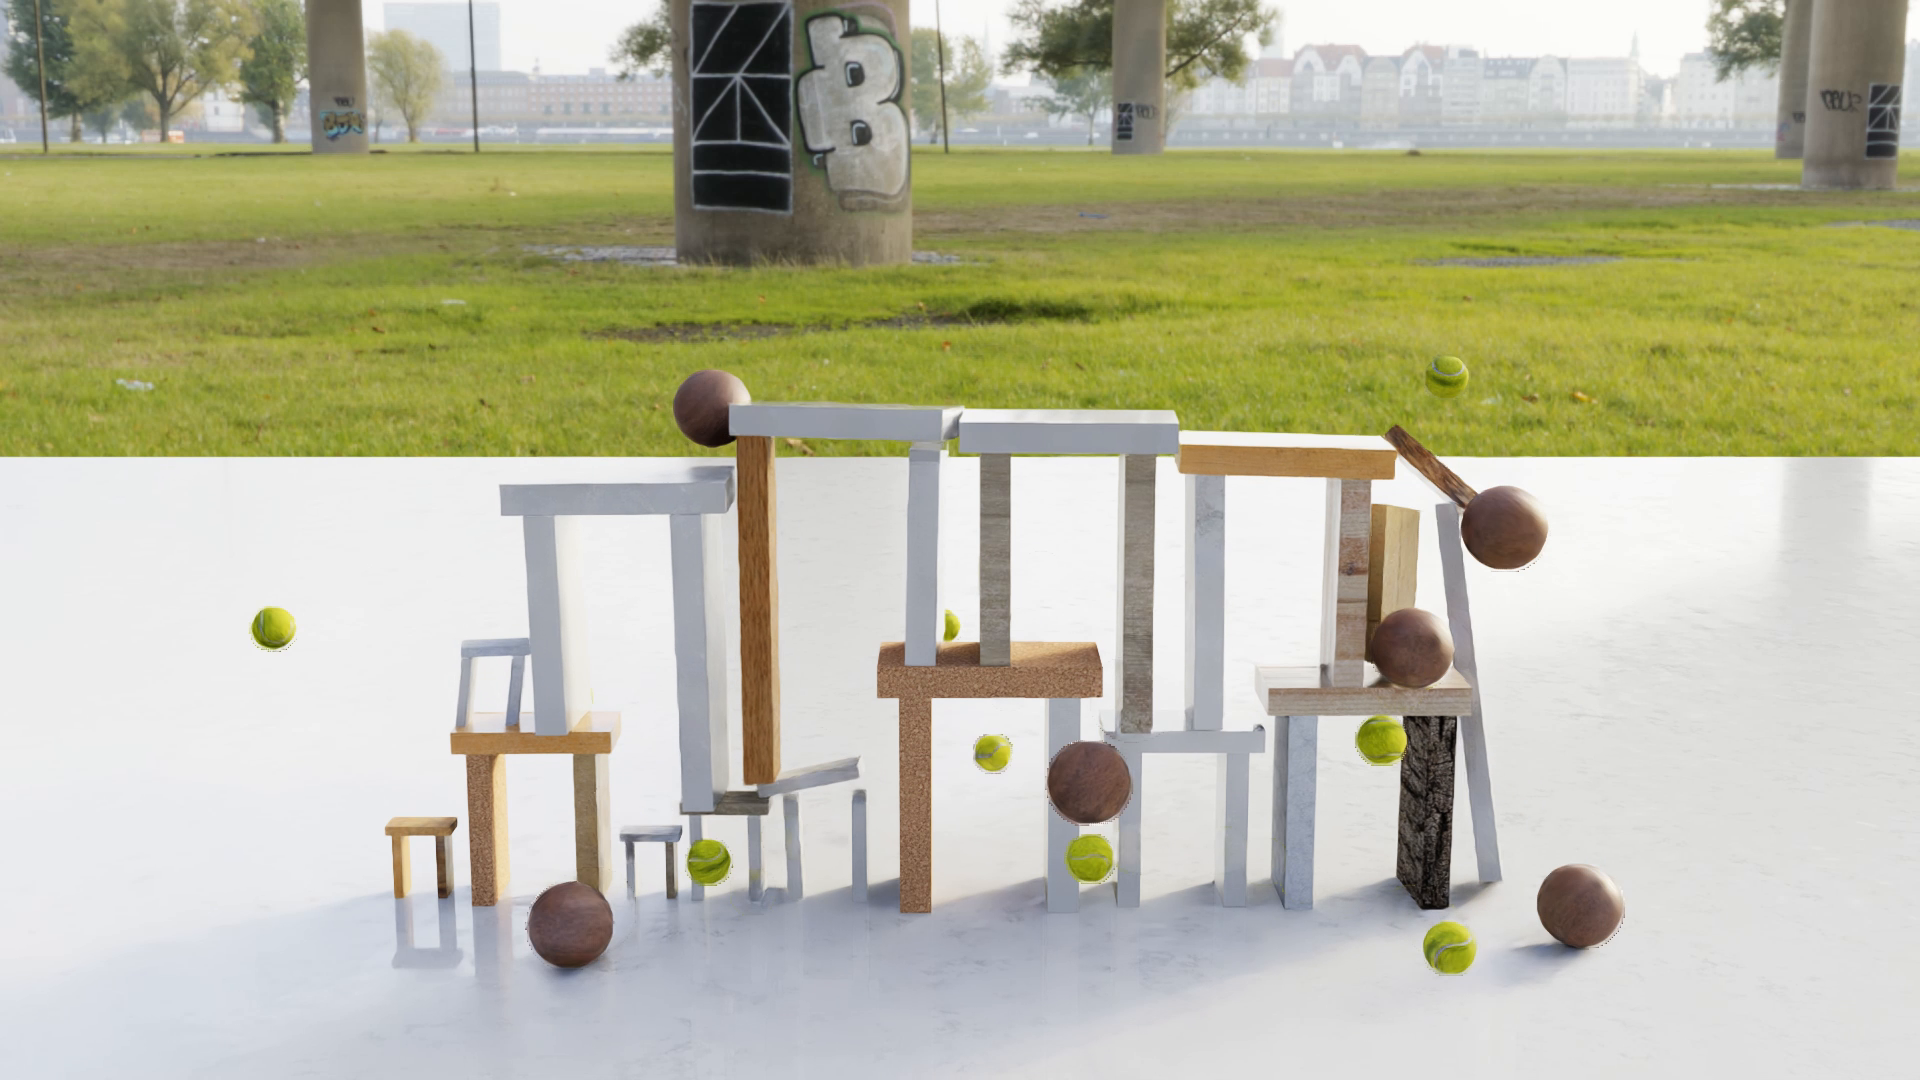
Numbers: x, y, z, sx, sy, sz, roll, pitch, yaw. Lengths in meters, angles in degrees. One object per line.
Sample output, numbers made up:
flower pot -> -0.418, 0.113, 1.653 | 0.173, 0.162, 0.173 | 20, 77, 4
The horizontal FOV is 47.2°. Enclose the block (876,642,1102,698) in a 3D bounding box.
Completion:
block -> 0.048, 0.211, 3.596 | 0.360, 0.051, 0.180 | 0, 11, 0

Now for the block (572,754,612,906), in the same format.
block -> -0.609, 0.462, 3.649 | 0.037, 0.259, 0.130 | 0, 11, 0

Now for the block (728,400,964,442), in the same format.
block -> -0.181, -0.193, 3.559 | 0.347, 0.049, 0.174 | 2, 6, 11

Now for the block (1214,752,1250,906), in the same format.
block -> 0.450, 0.461, 3.646 | 0.037, 0.261, 0.131 | 0, 10, 0

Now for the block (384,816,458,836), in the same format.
block -> -0.894, 0.475, 3.652 | 0.108, 0.015, 0.054 | 0, 11, 0

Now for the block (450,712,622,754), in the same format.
block -> -0.695, 0.317, 3.619 | 0.259, 0.037, 0.130 | 0, 11, -1

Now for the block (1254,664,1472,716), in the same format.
block -> 0.658, 0.245, 3.611 | 0.327, 0.046, 0.163 | 0, 11, 0

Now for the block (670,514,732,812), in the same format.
block -> -0.423, 0.185, 3.602 | 0.050, 0.486, 0.178 | -1, 10, 4

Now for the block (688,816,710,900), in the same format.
block -> -0.433, 0.517, 3.659 | 0.021, 0.146, 0.073 | -1, 10, 1

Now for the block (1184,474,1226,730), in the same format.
block -> 0.399, 0.089, 3.590 | 0.048, 0.413, 0.169 | 0, 8, 1

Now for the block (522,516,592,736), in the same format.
block -> -0.655, 0.123, 3.586 | 0.050, 0.356, 0.178 | -1, 10, 4

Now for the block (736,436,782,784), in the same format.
block -> -0.331, 0.110, 3.632 | 0.049, 0.564, 0.174 | -1, 3, 0

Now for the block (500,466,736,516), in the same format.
block -> -0.548, -0.080, 3.558 | 0.356, 0.050, 0.178 | 0, 10, 0

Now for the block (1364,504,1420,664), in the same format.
block -> 0.709, 0.074, 3.630 | 0.037, 0.258, 0.129 | 2, -3, 36

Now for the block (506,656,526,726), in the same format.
block -> -0.728, 0.241, 3.605 | 0.016, 0.116, 0.058 | 7, 10, -6

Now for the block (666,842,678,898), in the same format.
block -> -0.480, 0.542, 3.659 | 0.014, 0.098, 0.049 | 0, 11, 0

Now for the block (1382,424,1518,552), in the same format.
block -> 0.849, -0.090, 3.809 | 0.258, 0.037, 0.129 | 48, 7, 37

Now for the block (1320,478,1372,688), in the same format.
block -> 0.626, 0.055, 3.579 | 0.048, 0.338, 0.169 | 1, 11, 2

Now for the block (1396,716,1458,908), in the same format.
block -> 0.773, 0.428, 3.648 | 0.046, 0.327, 0.163 | 0, 11, -3

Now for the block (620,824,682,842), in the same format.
block -> -0.512, 0.487, 3.649 | 0.098, 0.014, 0.049 | 0, 11, 0

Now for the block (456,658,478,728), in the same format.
block -> -0.807, 0.242, 3.600 | 0.016, 0.116, 0.058 | 7, 10, -2

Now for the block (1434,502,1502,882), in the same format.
block -> 0.858, 0.256, 3.714 | 0.037, 0.631, 0.129 | -7, -7, 12

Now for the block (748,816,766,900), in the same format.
block -> -0.337, 0.518, 3.657 | 0.021, 0.146, 0.073 | -1, 11, 1

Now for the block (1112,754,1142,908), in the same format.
block -> 0.276, 0.462, 3.644 | 0.037, 0.261, 0.130 | 0, 10, 0

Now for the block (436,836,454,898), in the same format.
block -> -0.858, 0.536, 3.663 | 0.015, 0.108, 0.054 | 0, 11, 0

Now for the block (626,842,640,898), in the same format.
block -> -0.545, 0.542, 3.659 | 0.014, 0.098, 0.049 | 0, 11, 0

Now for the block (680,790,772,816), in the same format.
block -> -0.387, 0.435, 3.642 | 0.146, 0.021, 0.073 | 0, 10, 1

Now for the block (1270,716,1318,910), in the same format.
block -> 0.553, 0.428, 3.644 | 0.046, 0.327, 0.163 | 0, 11, 0

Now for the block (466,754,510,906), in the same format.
block -> -0.782, 0.462, 3.649 | 0.037, 0.259, 0.130 | 0, 11, 0

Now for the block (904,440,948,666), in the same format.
block -> -0.054, 0.015, 3.561 | 0.049, 0.347, 0.174 | 2, 11, 4

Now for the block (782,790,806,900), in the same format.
block -> -0.276, 0.503, 3.663 | 0.024, 0.170, 0.085 | -2, 9, -1

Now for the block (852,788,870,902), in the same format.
block -> -0.166, 0.506, 3.658 | 0.024, 0.170, 0.085 | 0, 11, 0

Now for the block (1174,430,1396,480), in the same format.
block -> 0.519, -0.137, 3.542 | 0.338, 0.048, 0.169 | 2, 10, 2

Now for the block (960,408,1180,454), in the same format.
block -> 0.174, -0.174, 3.520 | 0.343, 0.049, 0.171 | 1, 10, 3

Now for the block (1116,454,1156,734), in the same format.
block -> 0.285, 0.072, 3.576 | 0.049, 0.456, 0.171 | 0, 10, 1

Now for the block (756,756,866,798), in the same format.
block -> -0.247, 0.392, 3.644 | 0.170, 0.024, 0.085 | -11, 3, 4

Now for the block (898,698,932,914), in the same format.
block -> -0.072, 0.414, 3.633 | 0.051, 0.360, 0.180 | 0, 11, 0

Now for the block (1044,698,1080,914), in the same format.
block -> 0.168, 0.414, 3.633 | 0.051, 0.360, 0.180 | 0, 11, 0

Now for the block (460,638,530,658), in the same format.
block -> -0.755, 0.175, 3.594 | 0.116, 0.016, 0.058 | -2, 11, -10

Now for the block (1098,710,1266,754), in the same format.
block -> 0.363, 0.315, 3.618 | 0.261, 0.037, 0.131 | 0, 10, 0

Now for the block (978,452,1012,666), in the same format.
block -> 0.056, 0.017, 3.562 | 0.049, 0.343, 0.171 | 0, 11, 0

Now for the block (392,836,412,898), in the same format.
block -> -0.930, 0.536, 3.663 | 0.015, 0.108, 0.054 | 0, 11, 0
